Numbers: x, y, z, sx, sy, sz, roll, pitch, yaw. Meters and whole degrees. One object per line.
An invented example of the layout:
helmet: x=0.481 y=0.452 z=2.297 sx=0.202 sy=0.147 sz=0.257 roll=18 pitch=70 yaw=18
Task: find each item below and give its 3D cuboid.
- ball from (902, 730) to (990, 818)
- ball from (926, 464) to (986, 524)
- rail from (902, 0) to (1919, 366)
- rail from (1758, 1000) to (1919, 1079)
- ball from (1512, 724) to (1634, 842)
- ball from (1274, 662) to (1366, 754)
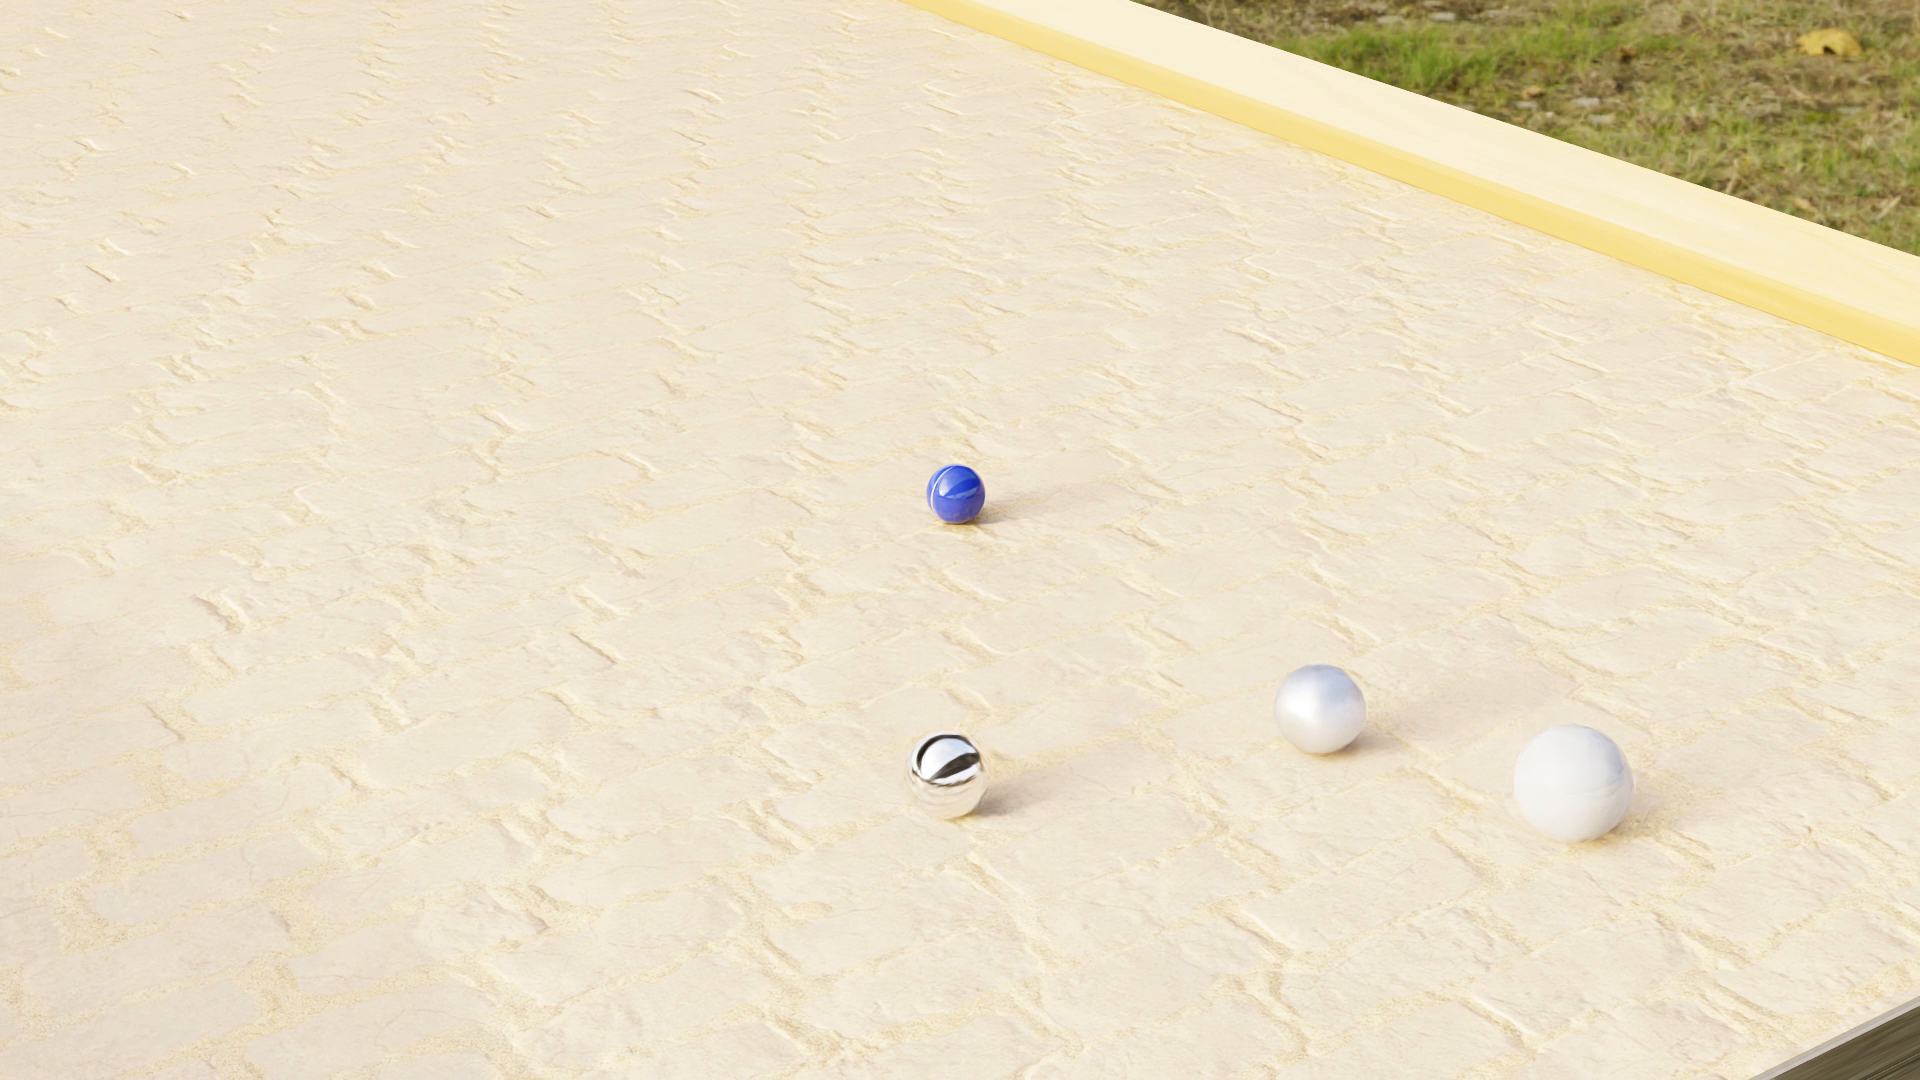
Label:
ball: x=-0.008 y=0.150 z=1.890 sx=0.057 sy=0.057 sz=0.057 roll=0 pitch=24 yaw=0
ball: x=-0.003 y=-0.037 z=2.315 sx=0.048 sy=0.048 sz=0.048 roll=0 pitch=24 yaw=0
rail: x=0.258 y=-0.538 z=3.362 sx=0.045 sy=0.097 sz=3.542 roll=-16 pitch=29 yaw=-32
rail: x=0.495 y=0.273 z=1.568 sx=1.920 sy=0.097 sz=0.045 roll=-16 pitch=29 yaw=-32
ball: x=0.388 y=0.154 z=1.861 sx=0.075 sy=0.075 sz=0.075 roll=0 pitch=24 yaw=0
ball: x=0.241 y=0.113 z=1.968 sx=0.061 sy=0.061 sz=0.061 roll=0 pitch=24 yaw=0
